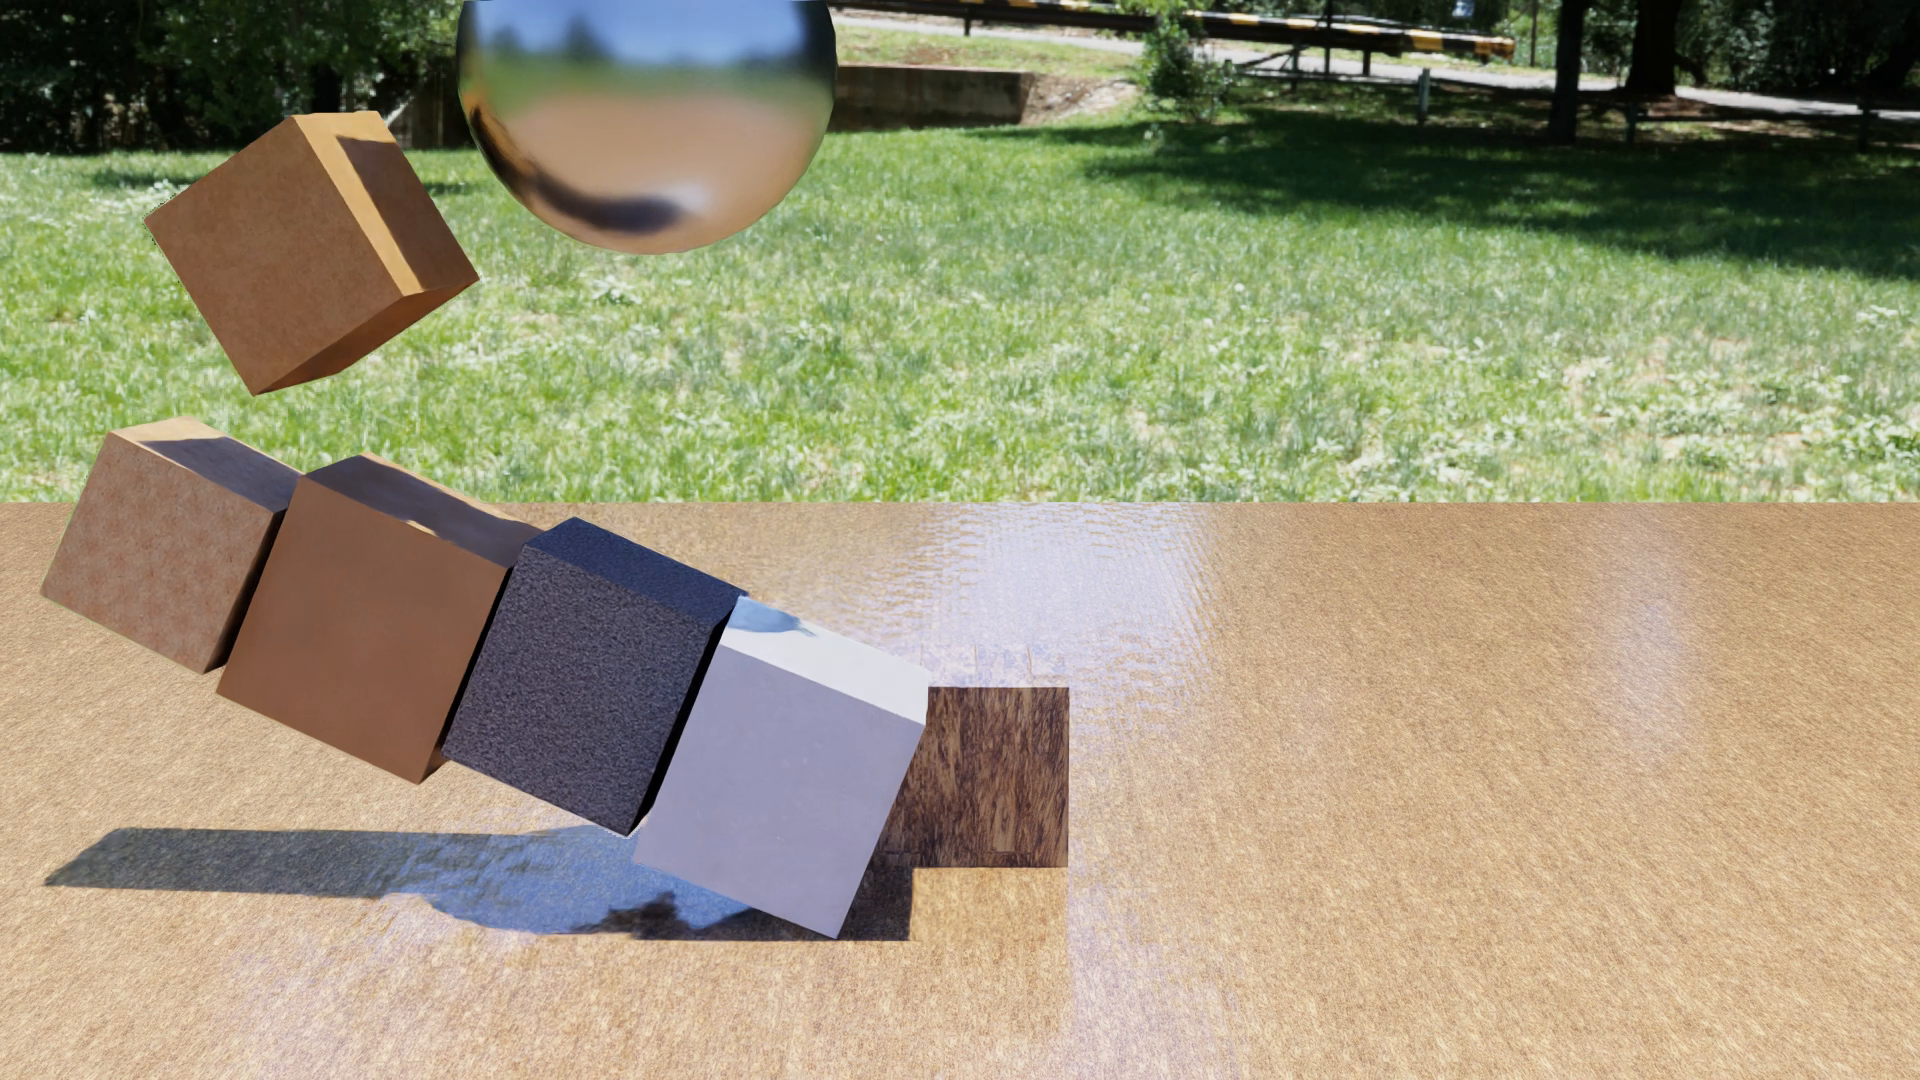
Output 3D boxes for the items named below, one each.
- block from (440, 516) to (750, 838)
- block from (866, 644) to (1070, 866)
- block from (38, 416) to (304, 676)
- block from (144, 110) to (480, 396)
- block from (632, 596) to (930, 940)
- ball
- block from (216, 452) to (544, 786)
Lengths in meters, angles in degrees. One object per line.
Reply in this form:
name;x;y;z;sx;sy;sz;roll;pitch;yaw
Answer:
block;-1.596;0.582;11.364;0.881;1.001;0.906;23;9;1
block;-0.007;0.981;11.859;0.986;0.827;0.870;0;10;0
block;-3.399;0.005;11.397;0.789;0.784;0.889;26;8;1
block;-2.787;-1.255;11.109;0.828;0.872;0.821;-30;3;16
block;-0.738;0.941;10.906;0.900;0.979;0.975;22;10;-4
ball;-1.314;-2.006;10.816;1.600;1.600;1.600;0;10;0
block;-2.527;0.326;11.416;0.968;1.041;0.888;24;10;1
